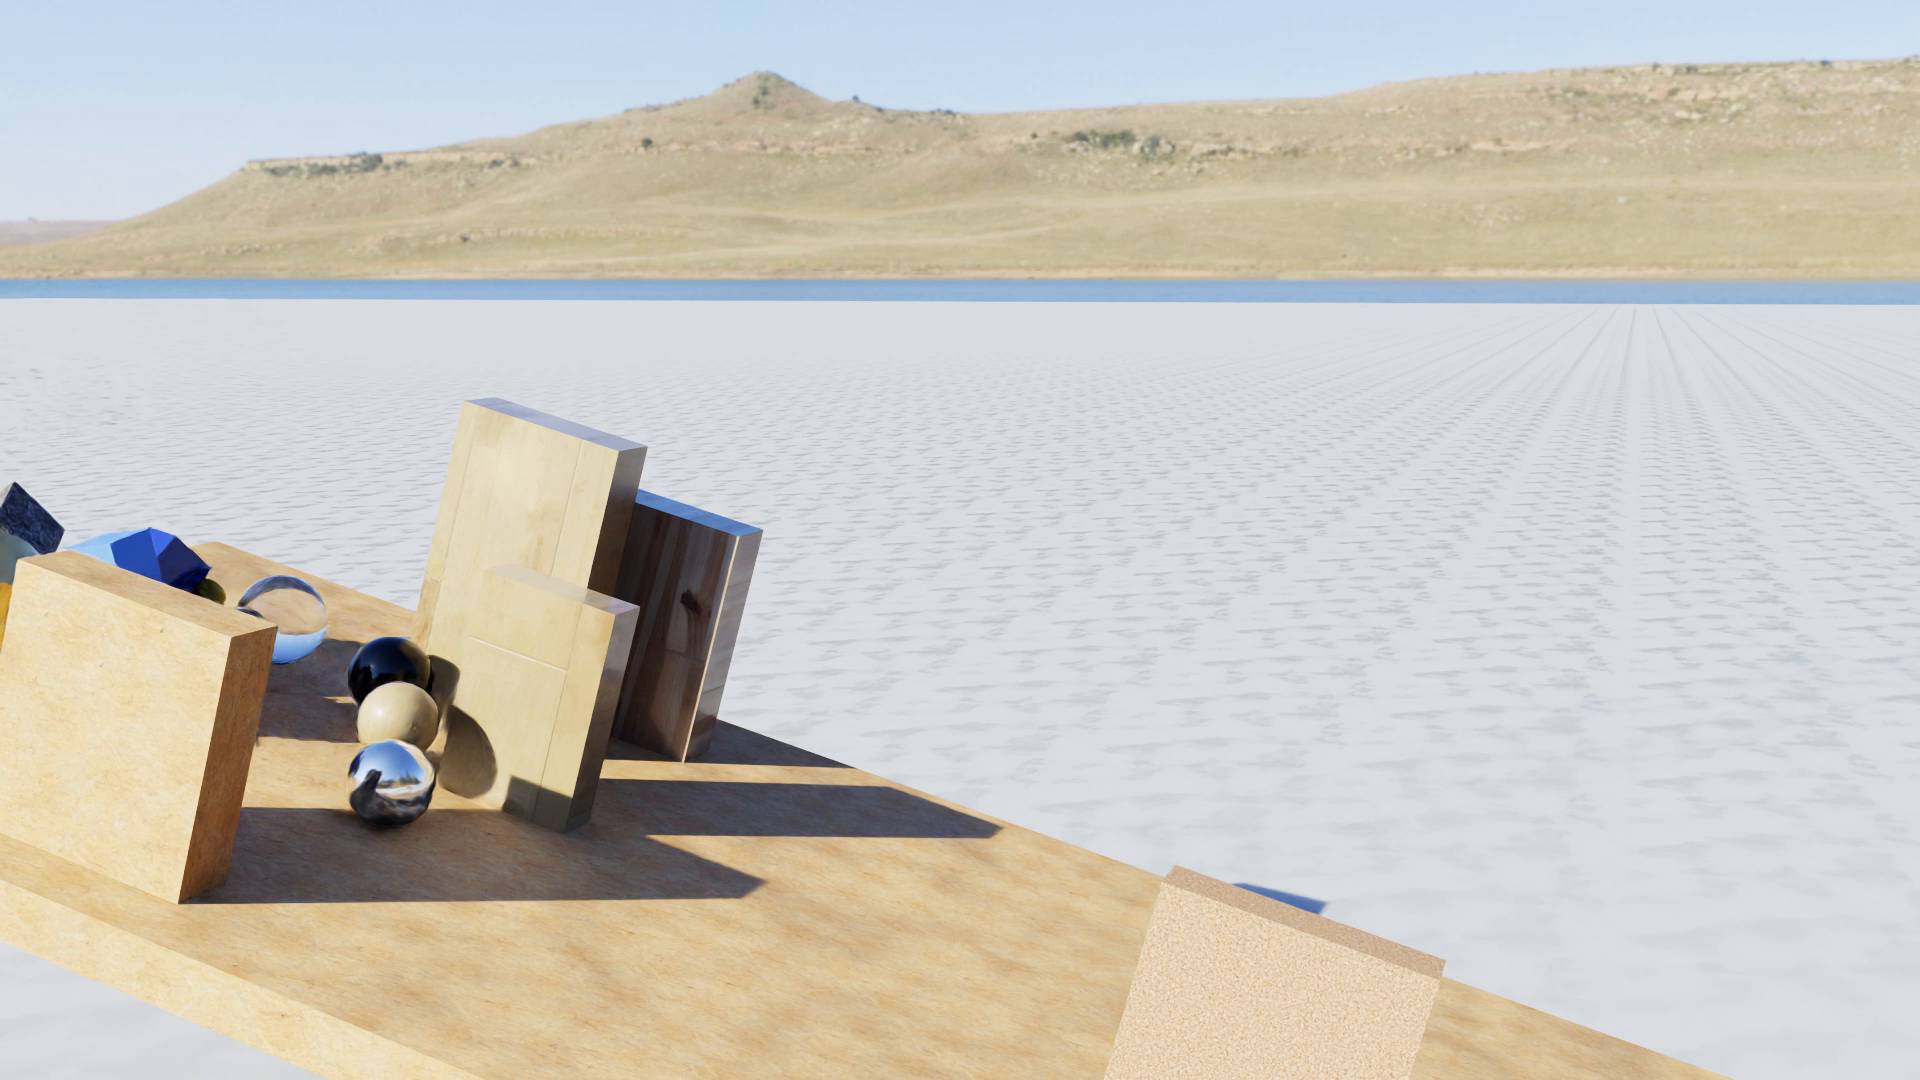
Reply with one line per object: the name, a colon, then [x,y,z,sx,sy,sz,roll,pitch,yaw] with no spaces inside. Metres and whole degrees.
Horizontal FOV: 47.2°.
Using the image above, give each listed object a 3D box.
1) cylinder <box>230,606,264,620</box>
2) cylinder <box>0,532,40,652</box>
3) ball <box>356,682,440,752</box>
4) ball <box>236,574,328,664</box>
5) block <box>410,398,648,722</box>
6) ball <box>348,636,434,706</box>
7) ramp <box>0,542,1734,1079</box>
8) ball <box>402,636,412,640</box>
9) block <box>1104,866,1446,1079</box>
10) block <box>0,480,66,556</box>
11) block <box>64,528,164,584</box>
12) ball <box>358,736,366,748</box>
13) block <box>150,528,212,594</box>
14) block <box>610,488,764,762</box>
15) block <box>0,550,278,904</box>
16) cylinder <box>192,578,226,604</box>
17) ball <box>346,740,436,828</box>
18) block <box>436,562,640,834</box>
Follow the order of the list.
cylinder: [-1.559,0.220,4.701,0.137,0.137,0.137,0,9,-3]
cylinder: [-1.856,0.113,4.218,0.189,0.189,0.189,-3,31,-21]
ball: [-1.097,0.355,4.293,0.157,0.157,0.157,0,7,0]
ball: [-1.502,0.176,4.867,0.198,0.198,0.198,0,7,0]
block: [-0.955,0.077,4.789,0.377,0.691,0.144,18,11,14]
ball: [-1.219,0.294,4.709,0.178,0.178,0.178,0,7,0]
ramp: [-0.383,0.758,4.244,4.000,0.100,2.000,18,11,14]
ball: [-1.242,0.273,4.948,0.114,0.114,0.114,0,7,0]
block: [0.475,0.829,3.481,0.446,0.494,0.105,18,11,14]
block: [-1.898,0.002,4.368,0.141,0.141,0.141,-29,31,13]
block: [-1.658,0.051,4.314,0.112,0.112,0.112,-6,13,22]
ball: [-1.152,0.387,4.456,0.133,0.133,0.133,0,7,0]
block: [-1.736,0.062,4.792,0.116,0.116,0.116,13,-30,42]
block: [-0.701,0.184,5.002,0.366,0.536,0.141,18,11,14]
block: [-1.395,0.307,3.667,0.418,0.465,0.129,18,11,14]
cylinder: [-1.681,0.158,4.840,0.109,0.109,0.109,-1,45,-6]
ball: [-1.070,0.457,4.134,0.165,0.165,0.165,0,7,0]
block: [-0.842,0.313,4.380,0.293,0.460,0.111,18,11,14]
